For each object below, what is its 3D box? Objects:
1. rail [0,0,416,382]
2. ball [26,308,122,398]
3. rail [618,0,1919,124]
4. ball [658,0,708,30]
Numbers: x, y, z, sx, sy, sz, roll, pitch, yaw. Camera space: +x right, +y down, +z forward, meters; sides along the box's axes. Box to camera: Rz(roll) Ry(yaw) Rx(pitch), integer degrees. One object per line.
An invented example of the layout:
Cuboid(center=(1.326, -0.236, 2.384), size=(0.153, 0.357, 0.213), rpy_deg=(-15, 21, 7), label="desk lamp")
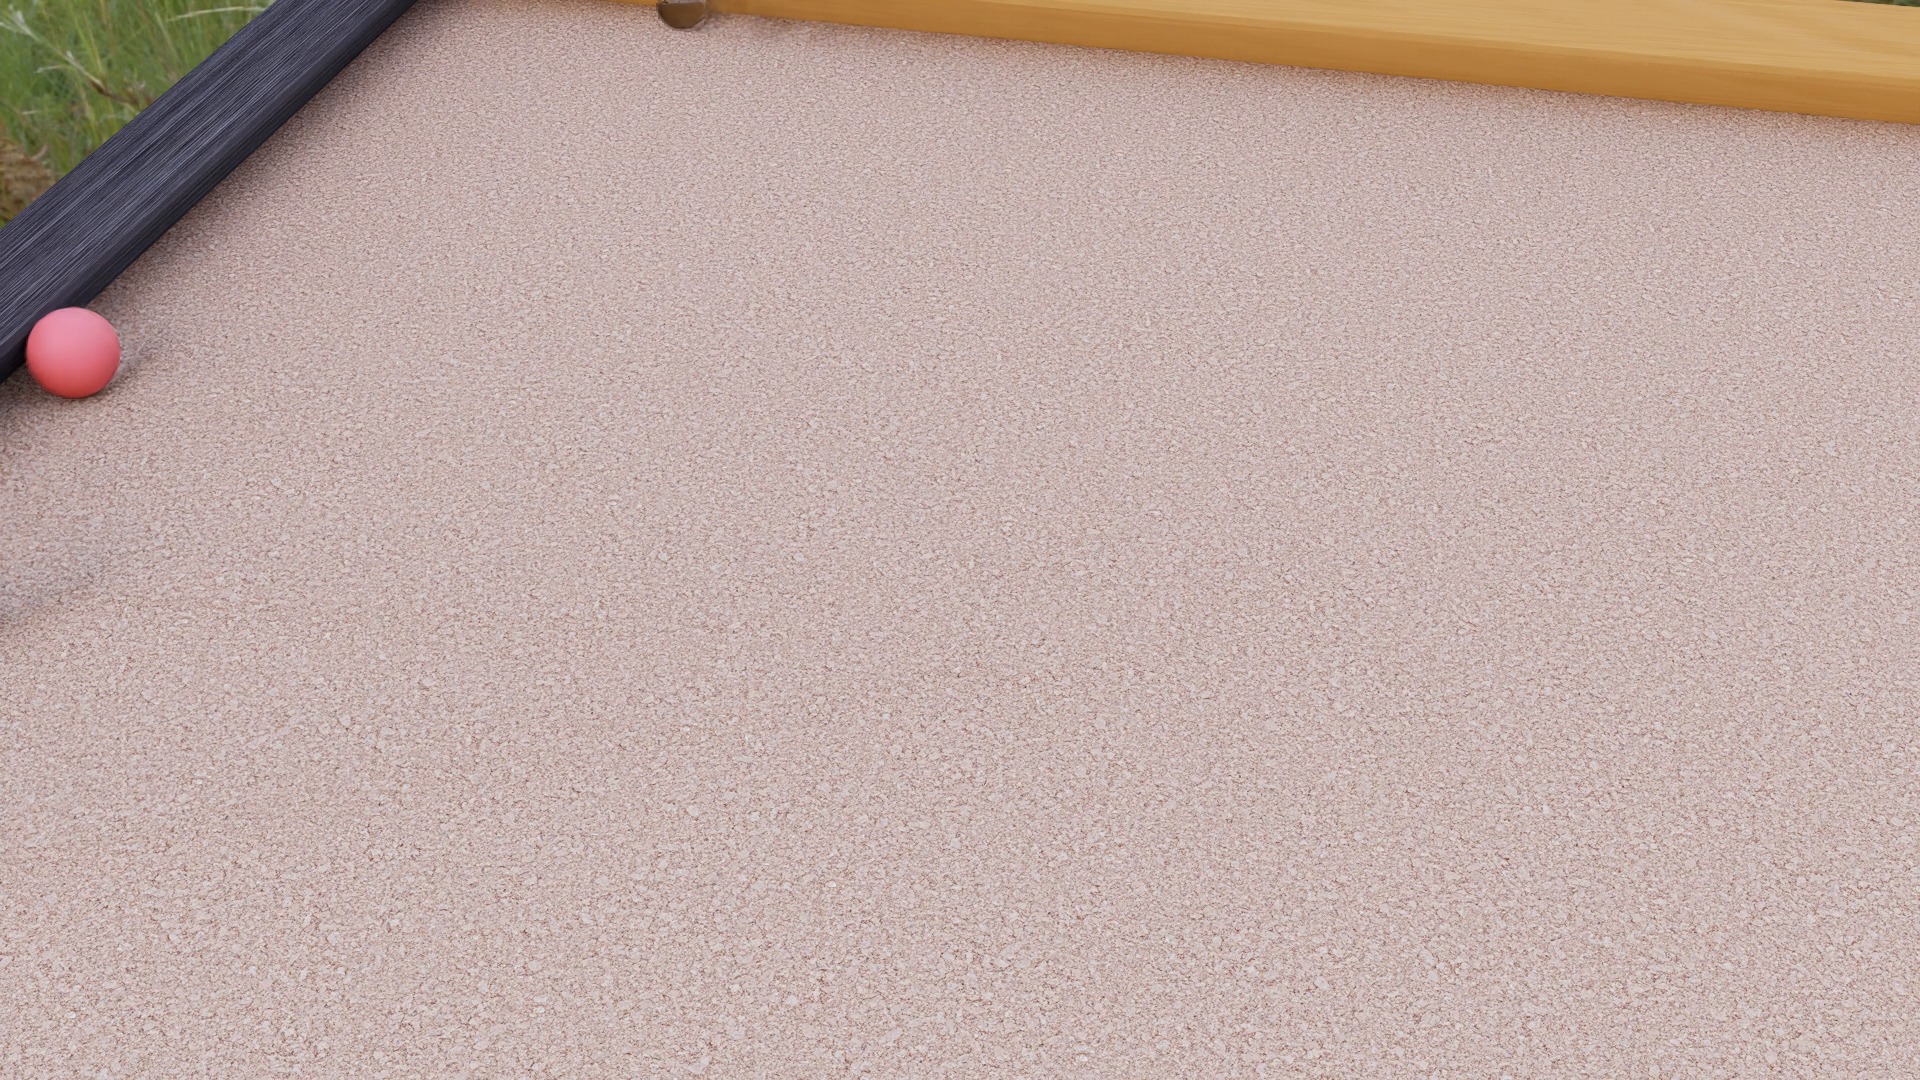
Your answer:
Cuboid(center=(-0.854, -0.134, 2.153), size=(0.045, 0.127, 2.142), rpy_deg=(8, 35, 11), label="rail")
Cuboid(center=(-0.775, -0.164, 2.244), size=(0.079, 0.079, 0.079), rpy_deg=(0, 34, 0), label="ball")
Cuboid(center=(1.120, -0.470, 2.656), size=(3.607, 0.127, 0.045), rpy_deg=(8, 35, 11), label="rail")
Cuboid(center=(-0.317, -0.612, 2.933), size=(0.056, 0.056, 0.056), rpy_deg=(0, 34, 0), label="ball")
